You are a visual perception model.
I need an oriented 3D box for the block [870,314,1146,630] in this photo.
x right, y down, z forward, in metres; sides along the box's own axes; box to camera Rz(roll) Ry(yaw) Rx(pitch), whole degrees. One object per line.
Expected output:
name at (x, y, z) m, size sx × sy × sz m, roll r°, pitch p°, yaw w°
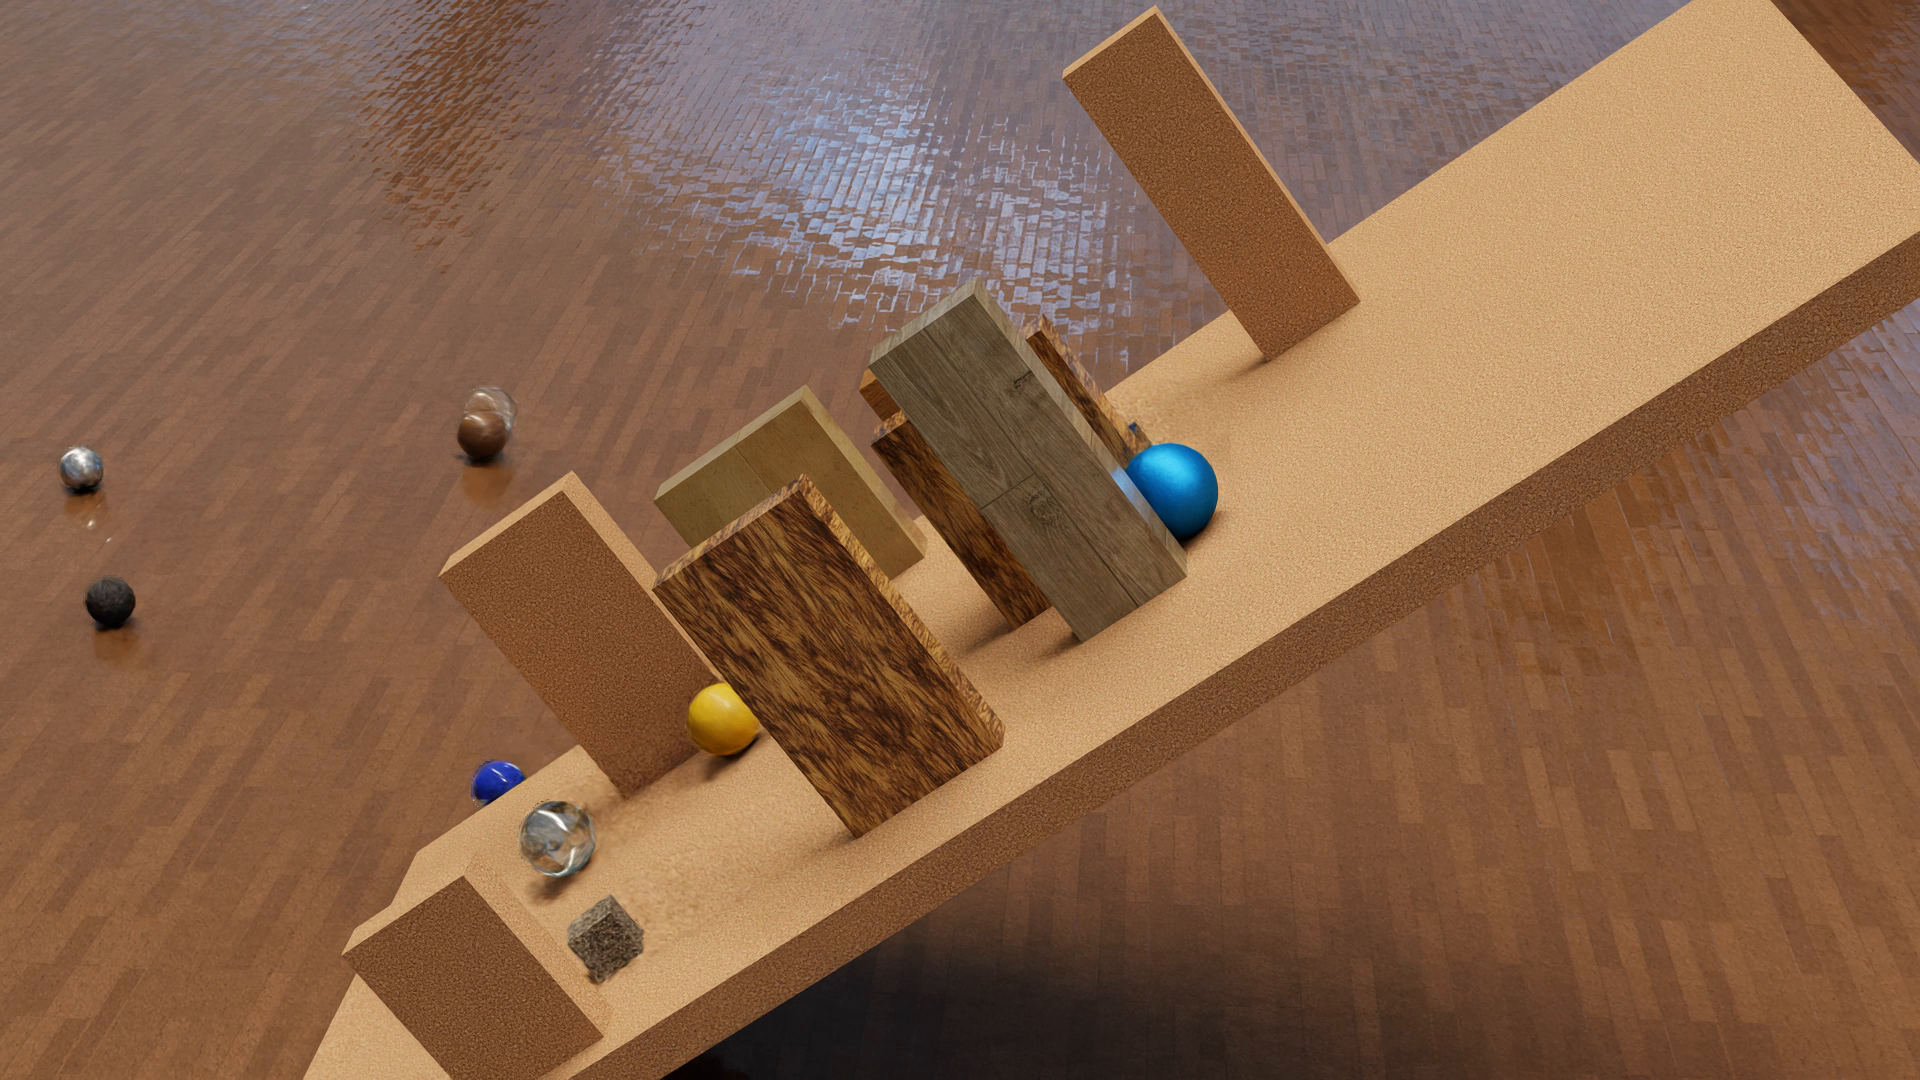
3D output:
block at (0.141, -0.137, 6.058) m, size 0.430 × 0.502 × 0.110 m, roll -33°, pitch 16°, yaw 16°

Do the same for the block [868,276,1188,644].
block at (0.137, -0.152, 5.727) m, size 0.251 × 0.705 × 0.115 m, roll -33°, pitch 16°, yaw 16°

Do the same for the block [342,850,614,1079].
block at (-0.939, 0.864, 5.743) m, size 0.312 × 0.431 × 0.104 m, roll -33°, pitch 16°, yaw 16°

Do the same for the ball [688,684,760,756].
ball at (-0.535, 0.406, 6.652) m, size 0.164 × 0.164 × 0.164 m, roll 0°, pitch 22°, yaw 0°

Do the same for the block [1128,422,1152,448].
block at (0.351, -0.125, 6.214) m, size 0.152 × 0.152 × 0.152 m, roll -33°, pitch 16°, yaw 16°

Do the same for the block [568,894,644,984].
block at (-0.724, 0.814, 6.011) m, size 0.109 × 0.109 × 0.109 m, roll -37°, pitch 15°, yaw 4°

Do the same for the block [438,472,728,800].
block at (-0.838, 0.226, 6.844) m, size 0.372 × 0.695 × 0.124 m, roll -33°, pitch 16°, yaw 16°

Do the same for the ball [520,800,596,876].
ball at (-0.916, 0.681, 6.704) m, size 0.172 × 0.172 × 0.172 m, roll 0°, pitch 22°, yaw 0°

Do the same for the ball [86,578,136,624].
ball at (-2.697, 0.195, 9.342) m, size 0.150 × 0.150 × 0.150 m, roll 0°, pitch 22°, yaw 0°

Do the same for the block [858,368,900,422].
block at (0.065, -0.184, 6.231) m, size 0.254 × 0.573 × 0.124 m, roll -33°, pitch 16°, yaw 16°

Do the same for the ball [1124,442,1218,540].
ball at (0.420, -0.096, 5.894) m, size 0.197 × 0.197 × 0.197 m, roll 0°, pitch 22°, yaw 0°

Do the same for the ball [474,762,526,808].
ball at (-1.215, 0.655, 7.777) m, size 0.140 × 0.140 × 0.140 m, roll 0°, pitch 22°, yaw 0°

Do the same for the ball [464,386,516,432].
ball at (-1.744, -0.472, 10.923) m, size 0.194 × 0.194 × 0.194 m, roll 0°, pitch 22°, yaw 0°

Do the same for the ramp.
ramp at (0.132, 0.177, 6.315) m, size 4.000 × 0.100 × 2.000 m, roll -33°, pitch 16°, yaw 16°

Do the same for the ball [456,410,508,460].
ball at (-1.743, -0.384, 10.724) m, size 0.181 × 0.181 × 0.181 m, roll 0°, pitch 22°, yaw 0°

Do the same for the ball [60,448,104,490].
ball at (-3.116, -0.252, 10.434) m, size 0.153 × 0.153 × 0.153 m, roll 0°, pitch 22°, yaw 0°

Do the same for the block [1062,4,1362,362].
block at (0.553, -0.773, 6.424) m, size 0.244 × 0.785 × 0.086 m, roll -33°, pitch 16°, yaw 16°

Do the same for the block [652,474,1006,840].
block at (-0.246, 0.228, 5.619) m, size 0.353 × 0.641 × 0.088 m, roll -33°, pitch 16°, yaw 16°

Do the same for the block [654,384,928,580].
block at (-0.403, -0.046, 7.044) m, size 0.445 × 0.486 × 0.112 m, roll -33°, pitch 16°, yaw 16°
